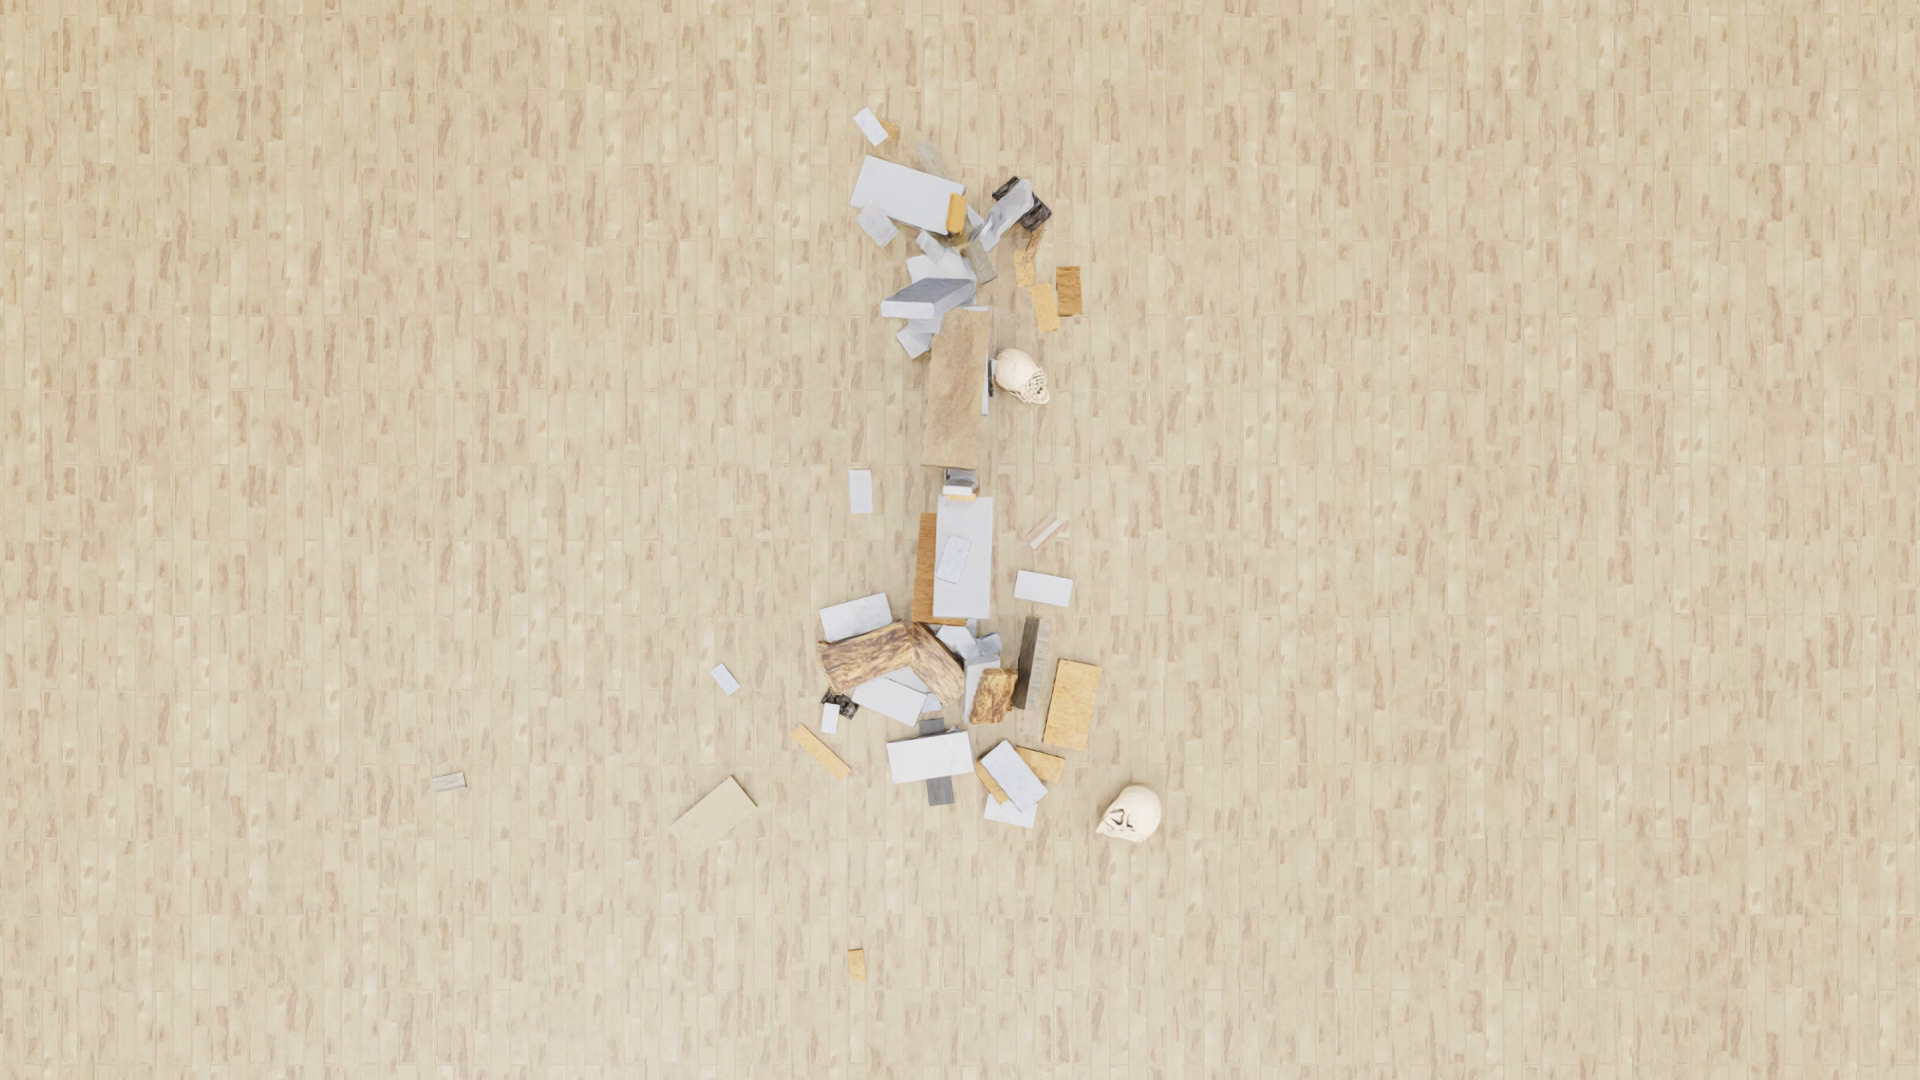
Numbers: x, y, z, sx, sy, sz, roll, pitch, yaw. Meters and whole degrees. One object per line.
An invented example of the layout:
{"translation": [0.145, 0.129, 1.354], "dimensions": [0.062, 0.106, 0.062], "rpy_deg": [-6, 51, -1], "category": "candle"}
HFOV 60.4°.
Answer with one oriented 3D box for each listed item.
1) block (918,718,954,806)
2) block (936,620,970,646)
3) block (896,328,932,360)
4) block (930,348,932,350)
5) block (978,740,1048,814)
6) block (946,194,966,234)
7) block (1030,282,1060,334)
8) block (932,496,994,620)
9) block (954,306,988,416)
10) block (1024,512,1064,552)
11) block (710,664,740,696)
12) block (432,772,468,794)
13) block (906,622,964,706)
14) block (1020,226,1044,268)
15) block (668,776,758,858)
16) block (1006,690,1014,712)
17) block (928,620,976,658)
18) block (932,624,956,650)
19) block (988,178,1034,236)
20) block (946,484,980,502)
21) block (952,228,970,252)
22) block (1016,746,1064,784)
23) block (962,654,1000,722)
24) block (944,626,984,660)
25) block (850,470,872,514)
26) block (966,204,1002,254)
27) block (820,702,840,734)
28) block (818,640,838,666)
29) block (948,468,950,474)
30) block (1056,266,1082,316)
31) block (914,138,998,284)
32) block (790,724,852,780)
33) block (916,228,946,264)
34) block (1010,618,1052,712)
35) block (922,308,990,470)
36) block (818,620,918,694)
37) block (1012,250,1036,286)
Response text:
{"translation": [-0.078, 0.739, 5.488], "dimensions": [0.083, 0.024, 0.285], "rpy_deg": [-7, 90, 0], "category": "block"}
{"translation": [-0.018, 0.276, 5.388], "dimensions": [0.065, 0.018, 0.131], "rpy_deg": [31, 99, -7], "category": "block"}
{"translation": [-0.101, -0.675, 5.336], "dimensions": [0.196, 0.028, 0.098], "rpy_deg": [-33, 89, -4], "category": "block"}
{"translation": [-0.096, -0.758, 5.486], "dimensions": [0.094, 0.027, 0.246], "rpy_deg": [-9, 90, 0], "category": "block"}
{"translation": [0.177, 0.781, 5.449], "dimensions": [0.112, 0.032, 0.223], "rpy_deg": [-39, 88, -11], "category": "block"}
{"translation": [-0.012, -1.063, 5.380], "dimensions": [0.017, 0.060, 0.121], "rpy_deg": [8, 90, 44], "category": "block"}
{"translation": [0.283, -0.773, 5.488], "dimensions": [0.071, 0.020, 0.159], "rpy_deg": [-13, 90, 3], "category": "block"}
{"translation": [0.010, 0.057, 5.288], "dimensions": [0.177, 0.050, 0.390], "rpy_deg": [2, 81, 1], "category": "block"}
{"translation": [0.001, -0.573, 5.293], "dimensions": [0.174, 0.049, 0.348], "rpy_deg": [-1, 86, -3], "category": "block"}
{"translation": [0.281, -0.025, 5.491], "dimensions": [0.131, 0.018, 0.065], "rpy_deg": [-43, 89, 0], "category": "block"}
{"translation": [-0.782, 0.464, 5.493], "dimensions": [0.050, 0.014, 0.101], "rpy_deg": [-38, 90, 0], "category": "block"}
{"translation": [-1.701, 0.809, 5.493], "dimensions": [0.105, 0.015, 0.053], "rpy_deg": [-12, 90, 0], "category": "block"}
{"translation": [-0.087, 0.403, 5.423], "dimensions": [0.135, 0.038, 0.276], "rpy_deg": [-42, 93, 21], "category": "block"}
{"translation": [0.235, -0.963, 5.410], "dimensions": [0.023, 0.159, 0.080], "rpy_deg": [25, 127, -4], "category": "block"}
{"translation": [-0.821, 0.920, 5.481], "dimensions": [0.271, 0.038, 0.135], "rpy_deg": [-40, 90, 0], "category": "block"}
{"translation": [0.161, 0.516, 5.493], "dimensions": [0.052, 0.015, 0.104], "rpy_deg": [17, 90, 0], "category": "block"}
{"translation": [-0.034, 0.210, 5.433], "dimensions": [0.177, 0.050, 0.355], "rpy_deg": [1, 104, 1], "category": "block"}
{"translation": [-0.042, 0.275, 5.411], "dimensions": [0.083, 0.023, 0.166], "rpy_deg": [-34, 101, 8], "category": "block"}
{"translation": [0.166, -1.082, 5.378], "dimensions": [0.028, 0.196, 0.098], "rpy_deg": [12, 60, -33], "category": "block"}
{"translation": [0.011, -0.155, 5.302], "dimensions": [0.091, 0.182, 0.026], "rpy_deg": [3, 102, 4], "category": "block"}
{"translation": [0.002, -0.982, 5.395], "dimensions": [0.053, 0.106, 0.015], "rpy_deg": [-19, 125, 8], "category": "block"}
{"translation": [0.257, 0.747, 5.488], "dimensions": [0.167, 0.024, 0.083], "rpy_deg": [15, 90, 0], "category": "block"}
{"translation": [0.069, 0.486, 5.390], "dimensions": [0.112, 0.032, 0.263], "rpy_deg": [-9, 132, -13], "category": "block"}
{"translation": [0.011, 0.324, 5.375], "dimensions": [0.060, 0.017, 0.293], "rpy_deg": [-31, 98, 7], "category": "block"}
{"translation": [-0.329, -0.161, 5.490], "dimensions": [0.071, 0.020, 0.142], "rpy_deg": [-3, 90, 0], "category": "block"}
{"translation": [0.039, -1.031, 5.472], "dimensions": [0.095, 0.027, 0.189], "rpy_deg": [-43, 82, -1], "category": "block"}
{"translation": [-0.430, 0.592, 5.481], "dimensions": [0.050, 0.014, 0.101], "rpy_deg": [10, 101, 4], "category": "block"}
{"translation": [-0.389, 0.385, 5.458], "dimensions": [0.166, 0.023, 0.083], "rpy_deg": [6, 110, 12], "category": "block"}
{"translation": [0.012, -0.337, 5.383], "dimensions": [0.091, 0.026, 0.250], "rpy_deg": [3, 93, -1], "category": "block"}
{"translation": [0.363, -0.828, 5.489], "dimensions": [0.080, 0.023, 0.159], "rpy_deg": [-3, 90, 0], "category": "block"}
{"translation": [-0.015, -1.088, 5.458], "dimensions": [0.059, 0.017, 0.525], "rpy_deg": [-26, 83, 7], "category": "block"}
{"translation": [-0.464, 0.707, 5.493], "dimensions": [0.228, 0.015, 0.053], "rpy_deg": [42, 90, 0], "category": "block"}
{"translation": [-0.097, -0.963, 5.401], "dimensions": [0.106, 0.015, 0.053], "rpy_deg": [51, 120, 17], "category": "block"}
{"translation": [0.233, 0.407, 5.420], "dimensions": [0.040, 0.142, 0.299], "rpy_deg": [10, 88, -17], "category": "block"}
{"translation": [-0.014, -0.480, 5.235], "dimensions": [0.174, 0.049, 0.504], "rpy_deg": [5, 85, -3], "category": "block"}
{"translation": [-0.295, 0.372, 5.279], "dimensions": [0.283, 0.040, 0.142], "rpy_deg": [-20, 95, -8], "category": "block"}
{"translation": [0.213, -0.906, 5.492], "dimensions": [0.059, 0.017, 0.119], "rpy_deg": [-8, 90, 0], "category": "block"}
